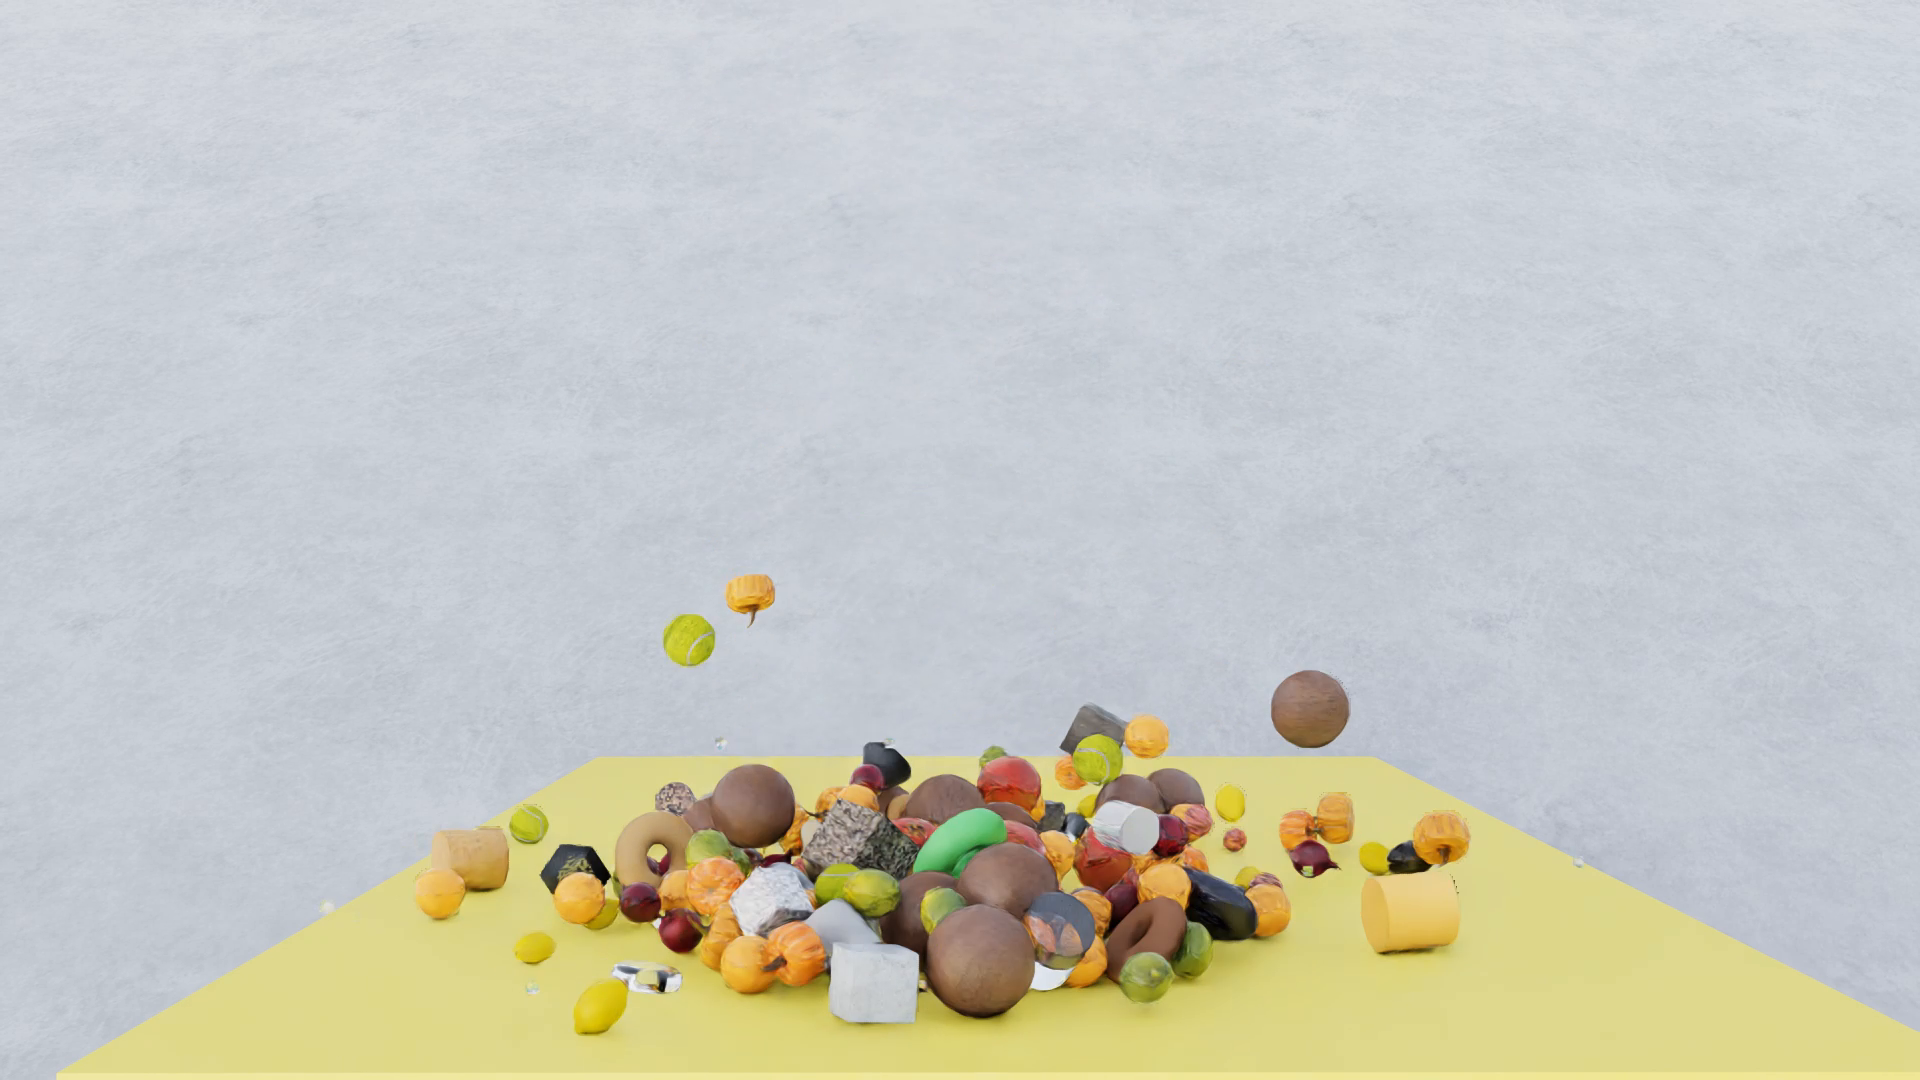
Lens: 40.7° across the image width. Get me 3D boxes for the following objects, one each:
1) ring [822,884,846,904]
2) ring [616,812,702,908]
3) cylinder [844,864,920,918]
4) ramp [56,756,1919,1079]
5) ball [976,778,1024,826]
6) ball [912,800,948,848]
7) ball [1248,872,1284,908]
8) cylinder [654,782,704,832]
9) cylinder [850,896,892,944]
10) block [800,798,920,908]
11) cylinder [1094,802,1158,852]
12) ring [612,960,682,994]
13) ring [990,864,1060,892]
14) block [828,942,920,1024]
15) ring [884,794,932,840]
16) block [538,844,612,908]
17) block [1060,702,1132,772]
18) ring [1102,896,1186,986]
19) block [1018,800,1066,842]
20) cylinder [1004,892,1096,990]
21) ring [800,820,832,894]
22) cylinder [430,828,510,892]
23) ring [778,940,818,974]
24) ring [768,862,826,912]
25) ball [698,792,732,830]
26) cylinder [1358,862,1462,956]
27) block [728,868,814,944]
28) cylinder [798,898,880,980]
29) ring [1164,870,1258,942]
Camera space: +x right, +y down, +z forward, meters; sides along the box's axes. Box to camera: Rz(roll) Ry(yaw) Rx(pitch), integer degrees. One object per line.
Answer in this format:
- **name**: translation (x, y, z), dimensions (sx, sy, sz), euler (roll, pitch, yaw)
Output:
- **ring**: translation (-0.196, 0.535, 3.871), dimensions (0.100, 0.033, 0.100), euler (-1, 0, 0)
- **ring**: translation (-0.452, 0.480, 3.886), dimensions (0.146, 0.146, 0.049), euler (-28, 8, -39)
- **cylinder**: translation (-0.112, 0.502, 3.795), dimensions (0.085, 0.085, 0.085), euler (11, 31, 32)
- **ramp**: translation (0.068, 0.604, 4.667), dimensions (2.000, 0.100, 4.000), euler (0, 0, 0)
- **ball**: translation (0.078, 0.507, 5.016), dimensions (0.094, 0.094, 0.094), euler (0, 30, 0)
- **ball**: translation (-0.058, 0.508, 4.605), dimensions (0.089, 0.089, 0.089), euler (0, 30, 0)
- **ball**: translation (0.457, 0.525, 3.871), dimensions (0.053, 0.053, 0.053), euler (0, 30, 0)
- **cylinder**: translation (-0.509, 0.485, 4.684), dimensions (0.073, 0.073, 0.073), euler (-4, 63, 8)
- **cylinder**: translation (-0.128, 0.509, 3.417), dimensions (0.063, 0.063, 0.063), euler (-4, 66, 9)
- **block**: translation (-0.131, 0.416, 3.438), dimensions (0.094, 0.094, 0.094), euler (14, 64, 46)
- **cylinder**: translation (0.219, 0.378, 3.401), dimensions (0.063, 0.063, 0.063), euler (-14, 2, -23)
- **ring**: translation (-0.381, 0.533, 3.154), dimensions (0.087, 0.029, 0.087), euler (9, -1, 0)
- **ring**: translation (0.097, 0.511, 3.819), dimensions (0.105, 0.105, 0.035), euler (6, 55, 10)
- **block**: translation (-0.099, 0.507, 2.965), dimensions (0.079, 0.079, 0.079), euler (5, -2, -21)
- **ring**: translation (-0.086, 0.456, 4.265), dimensions (0.078, 0.026, 0.078), euler (2, 63, -5)
- **block**: translation (-0.581, 0.507, 3.912), dimensions (0.064, 0.064, 0.064), euler (0, 42, 35)
- **block**: translation (0.223, 0.322, 4.232), dimensions (0.081, 0.081, 0.081), euler (29, 6, 11)
- **ring**: translation (0.229, 0.498, 3.215), dimensions (0.128, 0.043, 0.128), euler (-42, 16, 15)
- **block**: translation (0.150, 0.520, 4.790), dimensions (0.067, 0.067, 0.067), euler (0, 0, -22)
- **cylinder**: translation (0.108, 0.479, 3.091), dimensions (0.086, 0.086, 0.086), euler (12, 50, -14)
- **ring**: translation (-0.199, 0.439, 3.582), dimensions (0.035, 0.104, 0.104), euler (-8, 31, -6)
- **cylinder**: translation (-0.771, 0.503, 4.070), dimensions (0.095, 0.095, 0.095), euler (1, 26, -30)
- **ring**: translation (-0.185, 0.518, 3.273), dimensions (0.100, 0.033, 0.100), euler (-27, -5, -3)
- **ring**: translation (-0.220, 0.483, 3.488), dimensions (0.039, 0.117, 0.117), euler (-42, 32, 9)
- **ball**: translation (-0.473, 0.519, 4.940), dimensions (0.072, 0.072, 0.072), euler (0, 30, 0)
- **cylinder**: translation (0.602, 0.498, 3.469), dimensions (0.099, 0.099, 0.099), euler (-26, 37, -12)
- **block**: translation (-0.237, 0.460, 3.251), dimensions (0.065, 0.065, 0.065), euler (15, 35, -46)
- **cylinder**: translation (-0.147, 0.494, 3.188), dimensions (0.076, 0.076, 0.076), euler (-21, 64, -32)
- **ring**: translation (0.331, 0.484, 3.421), dimensions (0.136, 0.136, 0.045), euler (18, 62, 28)
